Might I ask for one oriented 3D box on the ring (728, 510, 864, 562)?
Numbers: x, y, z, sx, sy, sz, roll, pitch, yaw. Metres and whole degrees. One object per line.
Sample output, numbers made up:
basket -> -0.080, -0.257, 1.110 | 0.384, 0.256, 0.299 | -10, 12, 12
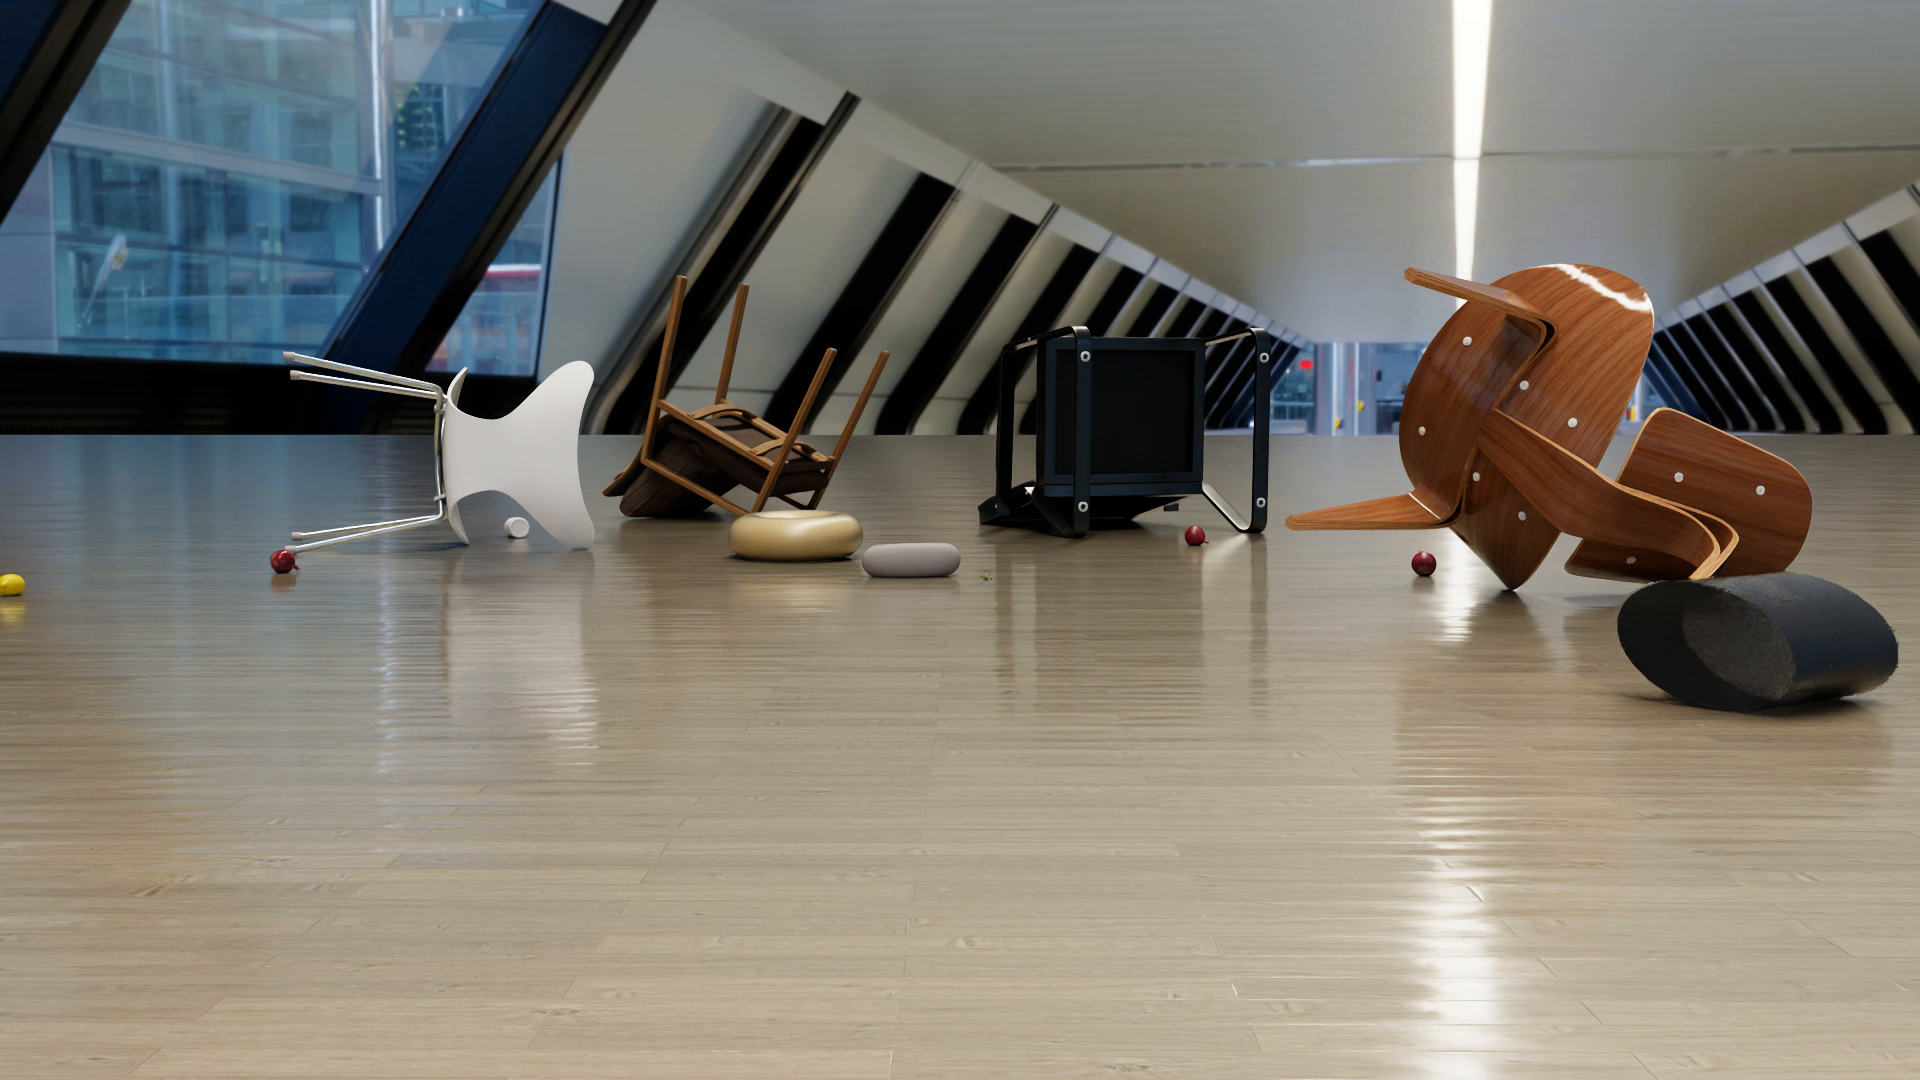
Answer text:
ring -> -0.440, -0.012, 5.890 | 0.361, 0.115, 0.451 | -2, 5, -11

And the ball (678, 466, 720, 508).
ball -> -0.978, -0.198, 8.258 | 0.160, 0.160, 0.160 | 0, 4, 0

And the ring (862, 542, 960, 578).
ring -> -0.117, 0.048, 5.281 | 0.241, 0.078, 0.125 | -2, 2, -11

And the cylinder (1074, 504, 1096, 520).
cylinder -> 0.428, -0.094, 7.540 | 0.066, 0.051, 0.048 | 2, 1, -41

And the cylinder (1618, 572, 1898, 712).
cylinder -> 1.147, 0.143, 3.166 | 0.261, 0.171, 0.291 | -3, 16, -37
